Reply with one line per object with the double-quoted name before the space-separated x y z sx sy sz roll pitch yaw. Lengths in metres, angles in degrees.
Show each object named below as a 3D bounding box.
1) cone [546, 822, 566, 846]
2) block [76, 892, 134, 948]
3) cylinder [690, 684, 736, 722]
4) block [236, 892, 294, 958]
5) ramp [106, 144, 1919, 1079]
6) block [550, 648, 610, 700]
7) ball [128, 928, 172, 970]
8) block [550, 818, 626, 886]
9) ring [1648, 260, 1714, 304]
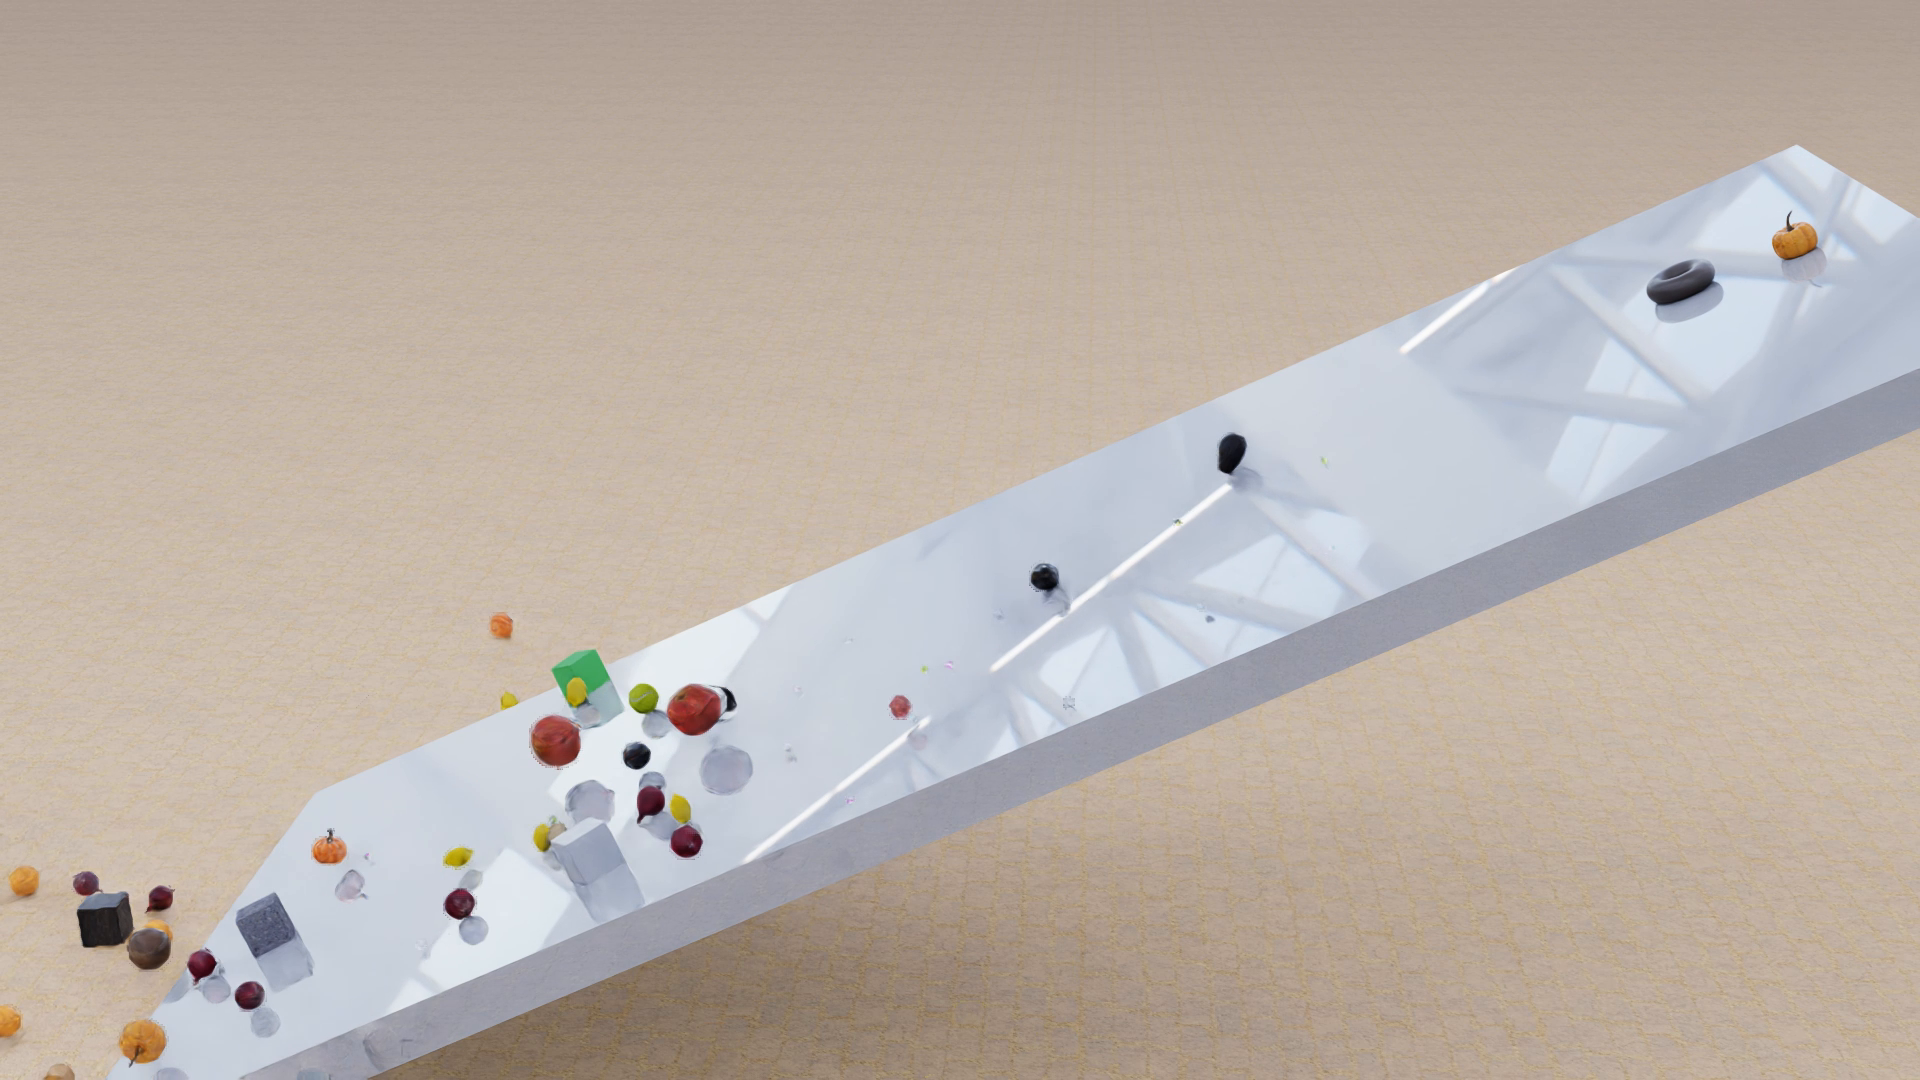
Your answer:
"cone" -0.814 0.614 6.042 0.052 0.052 0.052 25 28 38
"block" -1.988 0.883 6.842 0.093 0.093 0.093 -5 15 2
"cylinder" -0.538 0.355 6.403 0.077 0.077 0.077 -8 5 -27
"block" -1.496 0.829 6.333 0.090 0.090 0.090 -27 13 -5
"ramp" 0.134 0.169 6.283 4.000 0.100 2.000 -24 13 9
"block" -0.935 0.330 7.242 0.087 0.087 0.087 -11 19 47
"ball" -1.818 0.916 6.597 0.095 0.095 0.095 0 16 0
"block" -0.728 0.609 5.749 0.092 0.092 0.092 -31 14 -24
"ring" 1.509 -0.542 6.161 0.148 0.049 0.148 -25 14 7
